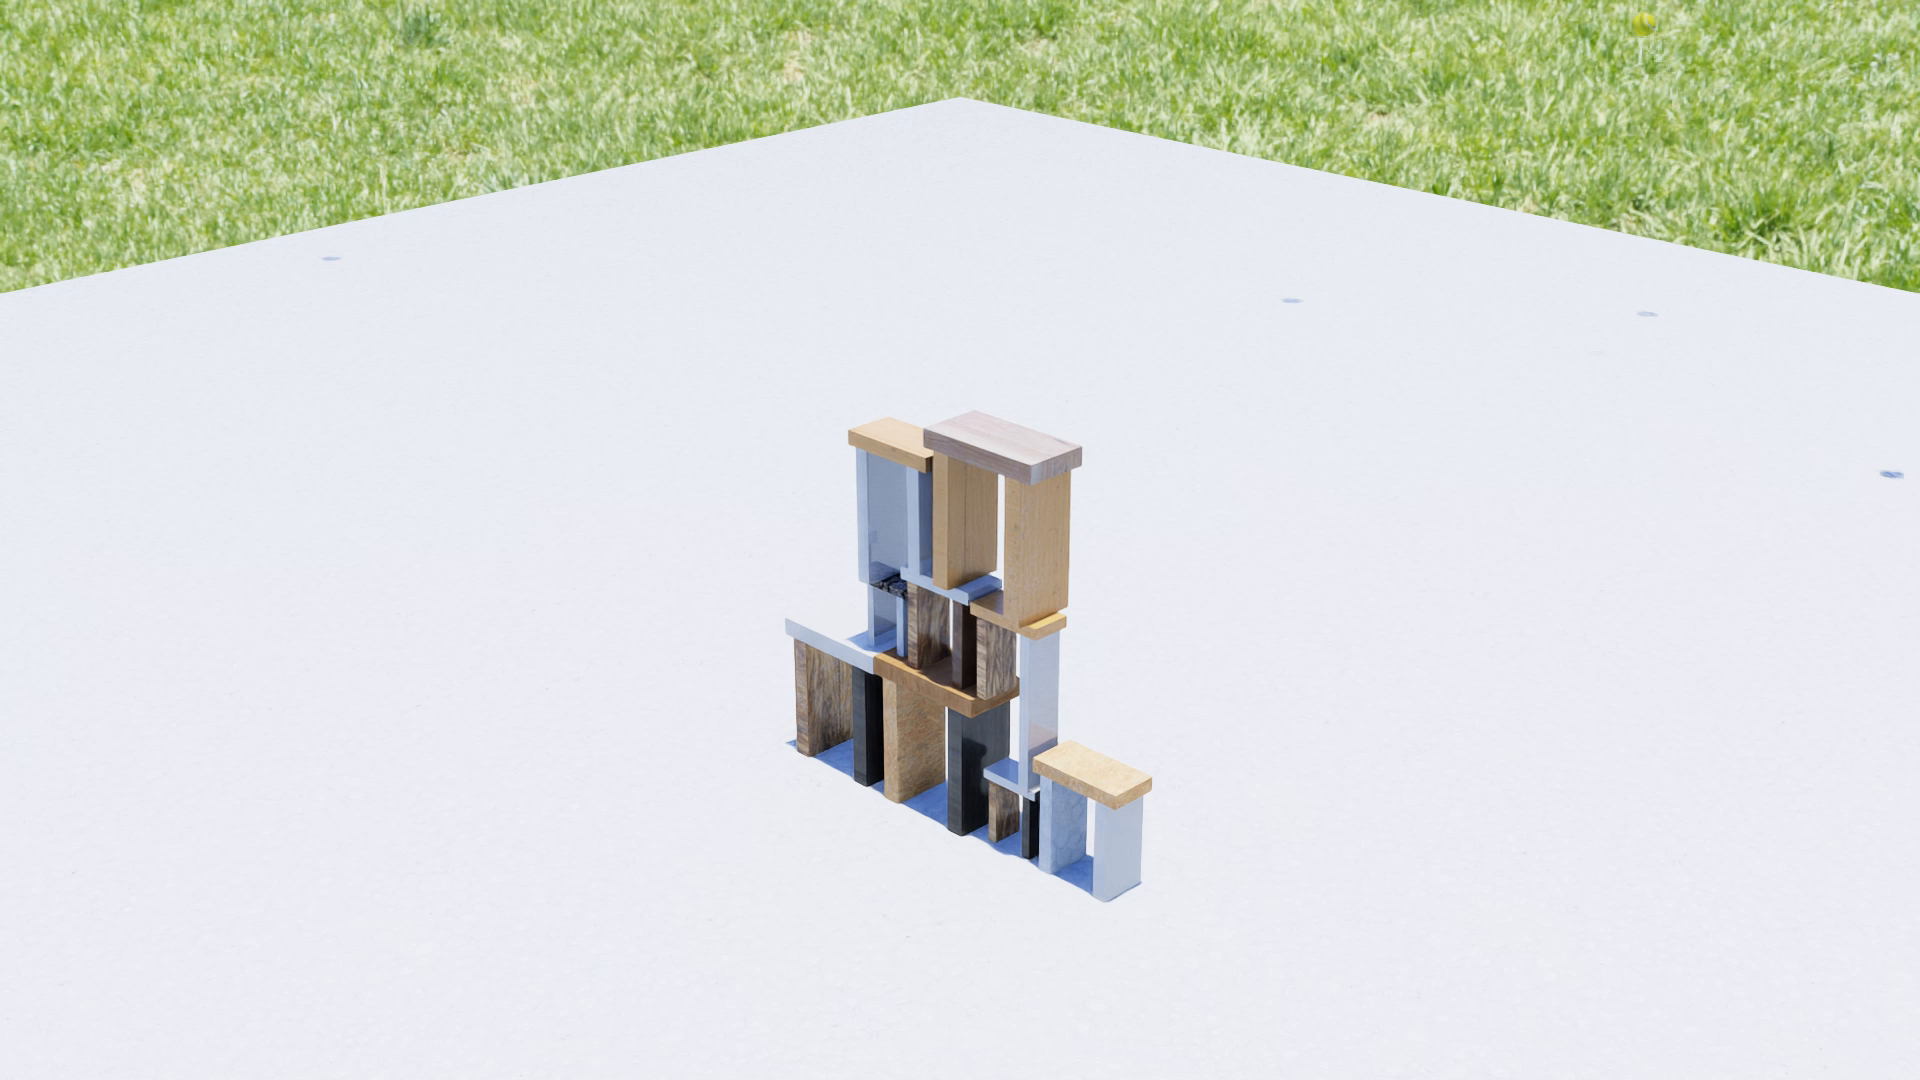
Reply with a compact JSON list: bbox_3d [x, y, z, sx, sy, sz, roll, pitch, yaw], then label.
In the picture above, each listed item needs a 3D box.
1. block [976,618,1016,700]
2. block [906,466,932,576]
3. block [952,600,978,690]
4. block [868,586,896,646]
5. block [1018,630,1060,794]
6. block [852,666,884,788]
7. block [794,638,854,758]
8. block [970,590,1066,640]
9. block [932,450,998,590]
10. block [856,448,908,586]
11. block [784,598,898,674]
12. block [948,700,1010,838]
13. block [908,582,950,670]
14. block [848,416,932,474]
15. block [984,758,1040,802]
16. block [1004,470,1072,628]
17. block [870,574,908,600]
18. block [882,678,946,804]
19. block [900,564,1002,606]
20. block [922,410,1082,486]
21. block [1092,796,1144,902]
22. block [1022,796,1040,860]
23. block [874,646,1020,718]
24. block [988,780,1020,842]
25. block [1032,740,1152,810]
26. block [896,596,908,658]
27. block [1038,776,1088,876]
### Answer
[{"bbox_3d":[0.071,0.215,4.232,0.085,0.170,0.024,-21,31,-41],"label":"block"},{"bbox_3d":[-0.051,-0.050,4.252,0.031,0.219,0.109,21,31,41],"label":"block"},{"bbox_3d":[0.027,0.190,4.271,0.026,0.185,0.093,22,31,40],"label":"block"},{"bbox_3d":[-0.158,0.143,4.461,0.018,0.135,0.064,21,31,41],"label":"block"},{"bbox_3d":[0.150,0.320,4.189,0.024,0.329,0.085,21,31,40],"label":"block"},{"bbox_3d":[-0.159,0.364,4.556,0.038,0.270,0.135,21,31,41],"label":"block"},{"bbox_3d":[-0.286,0.315,4.673,0.038,0.270,0.135,21,31,41],"label":"block"},{"bbox_3d":[0.111,0.141,4.157,0.085,0.024,0.170,-21,31,-41],"label":"block"},{"bbox_3d":[0.011,-0.054,4.188,0.039,0.275,0.138,22,31,40],"label":"block"},{"bbox_3d":[-0.153,-0.060,4.359,0.031,0.283,0.109,21,31,41],"label":"block"},{"bbox_3d":[-0.223,0.198,4.555,0.135,0.038,0.270,-21,31,-41],"label":"block"},{"bbox_3d":[0.038,0.439,4.372,0.039,0.275,0.138,21,31,41],"label":"block"},{"bbox_3d":[-0.060,0.156,4.352,0.026,0.185,0.093,21,31,41],"label":"block"},{"bbox_3d":[-0.103,-0.185,4.251,0.109,0.031,0.219,-21,31,-40],"label":"block"},{"bbox_3d":[0.119,0.466,4.290,0.136,0.019,0.068,21,31,40],"label":"block"},{"bbox_3d":[0.143,0.006,4.071,0.039,0.293,0.138,21,31,40],"label":"block"},{"bbox_3d":[-0.127,0.085,4.402,0.129,0.018,0.064,21,31,40],"label":"block"},{"bbox_3d":[-0.092,0.389,4.492,0.039,0.275,0.138,21,31,41],"label":"block"},{"bbox_3d":[-0.017,0.075,4.270,0.185,0.026,0.093,21,31,41],"label":"block"},{"bbox_3d":[0.077,-0.173,4.065,0.275,0.039,0.138,21,31,40],"label":"block"},{"bbox_3d":[0.299,0.570,4.149,0.030,0.209,0.104,21,31,41],"label":"block"},{"bbox_3d":[0.151,0.550,4.290,0.019,0.136,0.068,21,31,41],"label":"block"},{"bbox_3d":[-0.027,0.269,4.371,0.138,0.039,0.275,-21,31,-41],"label":"block"},{"bbox_3d":[0.088,0.525,4.350,0.019,0.136,0.068,21,31,41],"label":"block"},{"bbox_3d":[0.249,0.441,4.148,0.209,0.030,0.104,21,31,41],"label":"block"},{"bbox_3d":[-0.097,0.164,4.404,0.064,0.129,0.018,-21,31,-41],"label":"block"},{"bbox_3d":[0.200,0.532,4.240,0.030,0.209,0.104,21,31,41],"label":"block"}]
